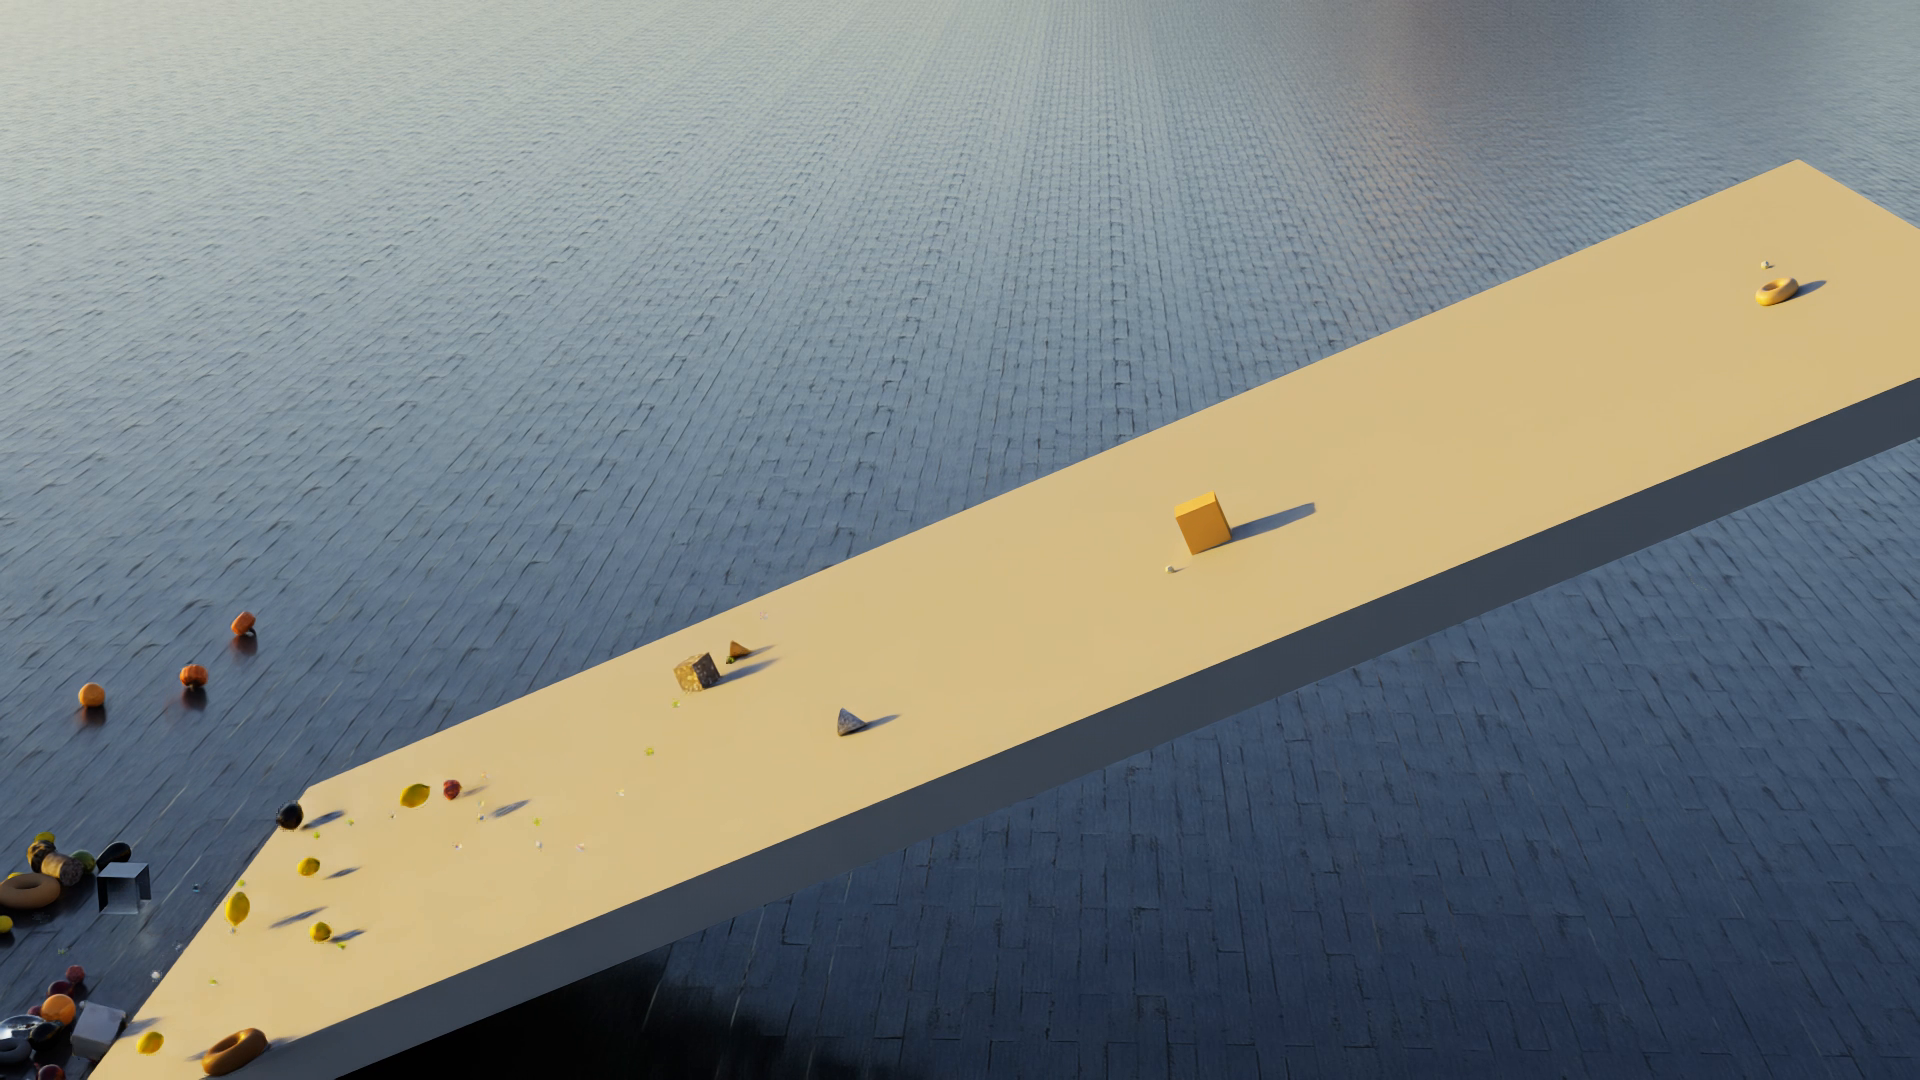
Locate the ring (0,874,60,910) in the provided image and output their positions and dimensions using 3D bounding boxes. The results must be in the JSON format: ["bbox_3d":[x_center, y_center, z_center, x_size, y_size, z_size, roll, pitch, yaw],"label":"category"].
[{"bbox_3d":[-2.224,0.839,7.021,0.149,0.050,0.149,0,16,0],"label":"ring"}]

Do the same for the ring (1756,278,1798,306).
[{"bbox_3d":[1.637,-0.499,5.894,0.088,0.029,0.088,-25,16,8],"label":"ring"}]

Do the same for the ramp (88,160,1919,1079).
[{"bbox_3d":[0.132,0.170,6.284,4.000,0.100,2.000,-23,13,8],"label":"ramp"}]

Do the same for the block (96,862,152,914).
[{"bbox_3d":[-1.984,0.827,6.983,0.093,0.093,0.093,1,15,4],"label":"block"}]

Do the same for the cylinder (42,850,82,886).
[{"bbox_3d":[-2.178,0.798,7.135,0.070,0.070,0.070,18,23,35],"label":"cylinder"}]

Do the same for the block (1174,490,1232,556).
[{"bbox_3d":[0.496,-0.035,6.010,0.087,0.087,0.087,-23,13,9],"label":"block"}]

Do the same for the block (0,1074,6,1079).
[{"bbox_3d":[-1.976,1.118,5.913,0.085,0.085,0.085,14,21,42],"label":"block"}]

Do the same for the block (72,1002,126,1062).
[{"bbox_3d":[-1.789,1.026,6.117,0.083,0.083,0.083,14,48,0],"label":"block"}]

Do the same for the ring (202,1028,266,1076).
[{"bbox_3d":[-1.366,0.964,5.538,0.128,0.043,0.128,-25,12,6],"label":"ring"}]

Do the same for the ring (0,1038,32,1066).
[{"bbox_3d":[-1.998,1.075,6.176,0.094,0.031,0.094,-1,19,0],"label":"ring"}]

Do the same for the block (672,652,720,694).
[{"bbox_3d":[-0.603,0.305,6.728,0.065,0.065,0.065,-14,17,40],"label":"block"}]

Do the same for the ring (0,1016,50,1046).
[{"bbox_3d":[-2.000,1.047,6.272,0.113,0.038,0.113,1,16,0],"label":"ring"}]
